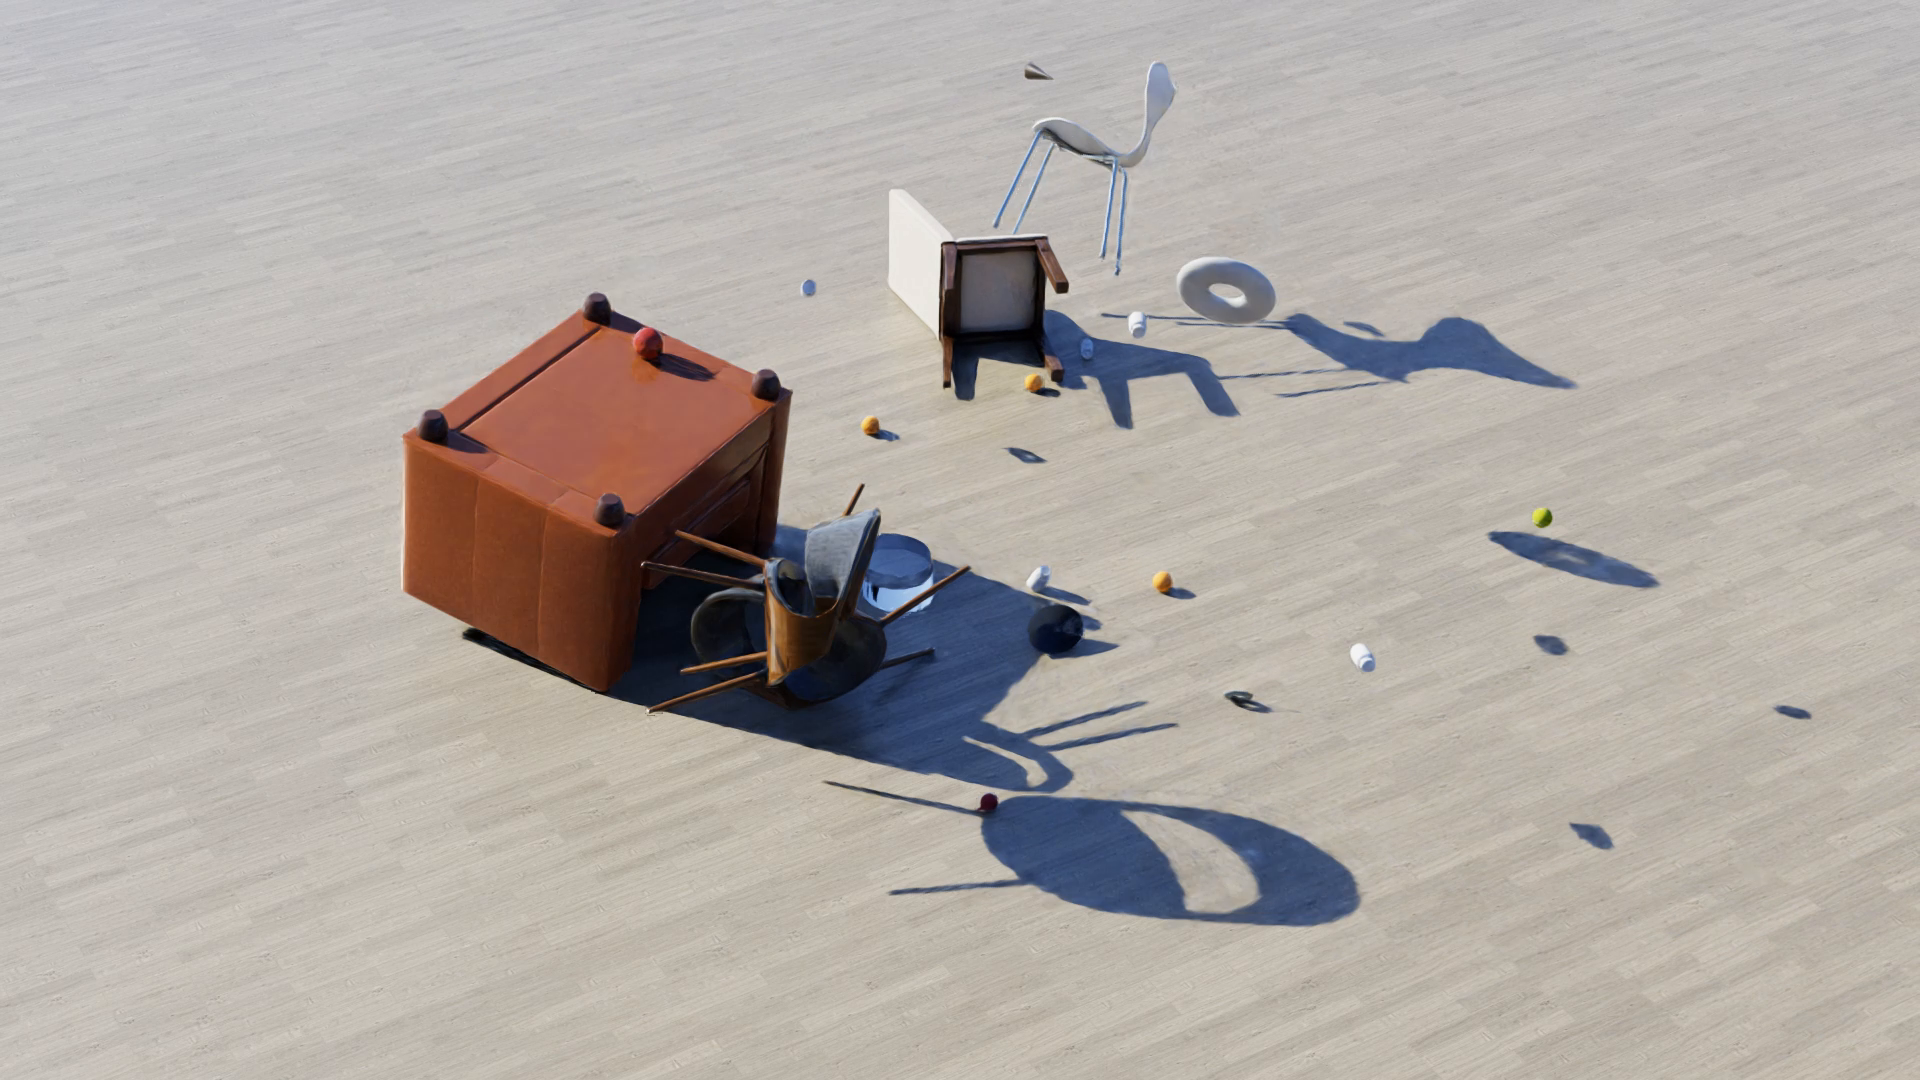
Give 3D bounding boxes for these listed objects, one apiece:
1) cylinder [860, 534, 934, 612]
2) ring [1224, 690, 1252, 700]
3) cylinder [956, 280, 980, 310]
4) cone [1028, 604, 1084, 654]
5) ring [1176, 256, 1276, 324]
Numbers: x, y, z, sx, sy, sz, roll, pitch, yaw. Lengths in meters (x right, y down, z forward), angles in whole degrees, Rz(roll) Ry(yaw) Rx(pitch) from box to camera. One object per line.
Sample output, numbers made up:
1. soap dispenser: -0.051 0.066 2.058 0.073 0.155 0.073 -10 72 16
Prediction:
1. cylinder: -0.231 0.120 10.610 0.244 0.159 0.294 -24 40 -29
2. ring: 0.956 0.534 10.076 0.103 0.078 0.016 7 66 -11
3. cylinder: 0.034 -1.038 12.431 0.083 0.101 0.087 19 24 -28
4. cone: 0.318 0.319 10.397 0.211 0.172 0.120 -11 -1 -20
5. ring: 0.979 -0.916 10.782 0.354 0.411 0.075 -13 54 36
